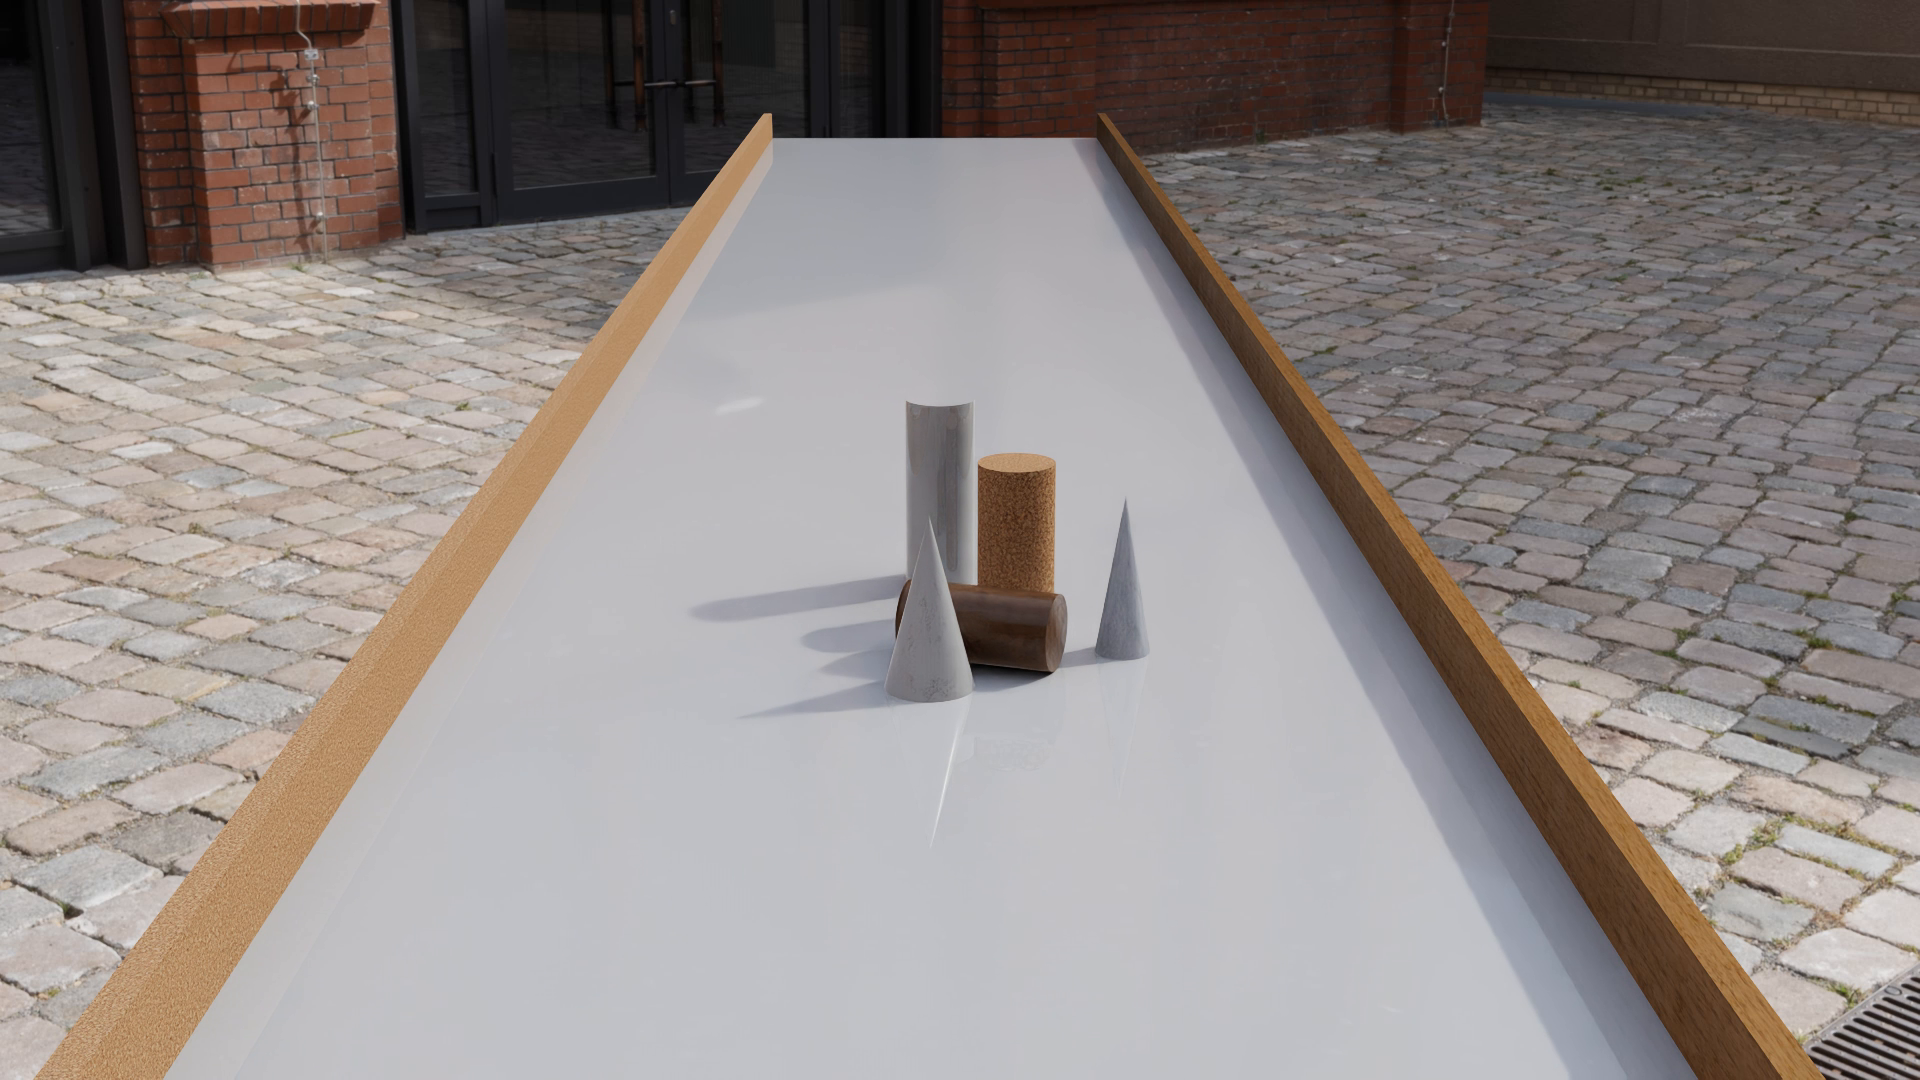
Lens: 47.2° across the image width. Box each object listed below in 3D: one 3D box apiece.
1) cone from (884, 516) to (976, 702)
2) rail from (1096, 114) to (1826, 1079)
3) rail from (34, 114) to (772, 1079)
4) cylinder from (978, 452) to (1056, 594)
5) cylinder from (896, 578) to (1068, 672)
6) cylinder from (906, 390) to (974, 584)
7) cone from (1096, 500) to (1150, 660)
[{"bbox_3d":[-0.059,0.118,4.222,0.177,0.346,0.177,0,17,0],"label":"cone"},{"bbox_3d":[0.932,-0.844,7.801,0.050,0.150,12.000,0,17,-1],"label":"rail"},{"bbox_3d":[-1.118,-0.838,7.780,0.050,0.150,12.000,0,17,-1],"label":"rail"},{"bbox_3d":[0.119,-0.004,4.658,0.164,0.331,0.164,0,17,0],"label":"cylinder"},{"bbox_3d":[0.044,0.169,4.386,0.311,0.155,0.155,6,17,18],"label":"cylinder"},{"bbox_3d":[-0.044,-0.111,4.869,0.153,0.416,0.153,0,17,0],"label":"cylinder"},{"bbox_3d":[0.330,0.068,4.421,0.111,0.328,0.111,0,17,0],"label":"cone"}]
